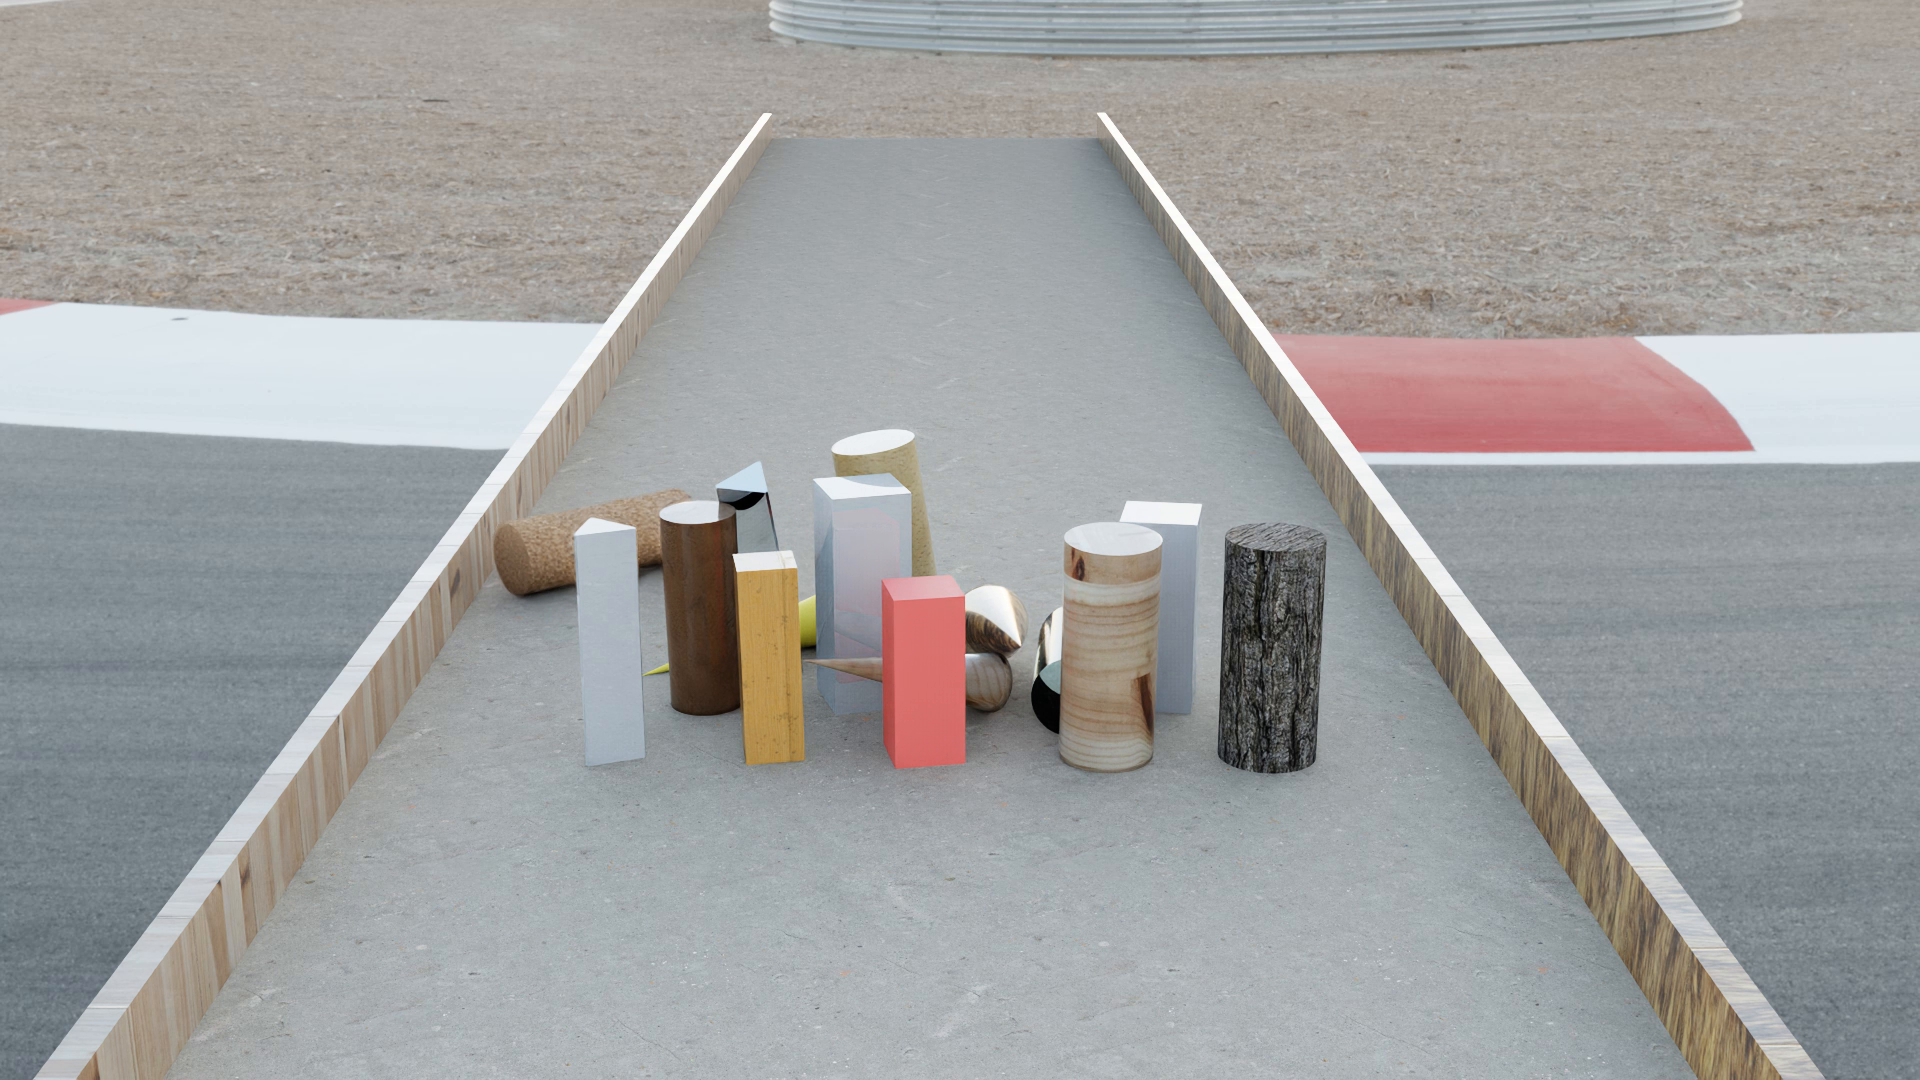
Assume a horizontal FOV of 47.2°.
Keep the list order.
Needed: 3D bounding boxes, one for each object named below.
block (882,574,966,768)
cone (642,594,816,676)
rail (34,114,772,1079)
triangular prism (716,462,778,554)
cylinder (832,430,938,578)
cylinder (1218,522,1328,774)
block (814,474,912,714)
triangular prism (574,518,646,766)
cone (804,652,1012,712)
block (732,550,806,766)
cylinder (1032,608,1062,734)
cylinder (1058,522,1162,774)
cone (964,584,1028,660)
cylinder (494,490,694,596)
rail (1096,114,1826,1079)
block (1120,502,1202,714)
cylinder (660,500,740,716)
[{"bbox_3d":[-0.065,0.233,3.898,0.126,0.311,0.126,-3,17,-11],"label":"block"},{"bbox_3d":[-0.439,0.210,4.422,0.448,0.113,0.113,-17,22,-26],"label":"cone"},{"bbox_3d":[-1.118,-0.838,7.780,0.050,0.150,12.000,0,17,-1],"label":"rail"},{"bbox_3d":[-0.370,0.054,4.259,0.104,0.443,0.090,6,39,18],"label":"triangular prism"},{"bbox_3d":[-0.136,0.020,4.344,0.164,0.446,0.164,-8,18,3],"label":"cylinder"},{"bbox_3d":[0.549,0.189,3.877,0.175,0.407,0.175,0,17,0],"label":"cylinder"},{"bbox_3d":[-0.183,0.100,4.153,0.150,0.420,0.150,-5,17,-16],"label":"block"},{"bbox_3d":[-0.629,0.177,3.885,0.108,0.425,0.094,-7,18,-23],"label":"triangular prism"},{"bbox_3d":[-0.109,0.239,4.001,0.440,0.114,0.114,9,8,-38],"label":"cone"},{"bbox_3d":[-0.338,0.208,3.894,0.104,0.359,0.104,-4,17,-9],"label":"block"},{"bbox_3d":[0.218,0.242,4.143,0.154,0.154,0.310,1,17,4],"label":"cylinder"},{"bbox_3d":[0.262,0.189,3.862,0.169,0.407,0.169,0,20,0],"label":"cylinder"},{"bbox_3d":[0.084,0.180,4.166,0.158,0.158,0.454,-2,3,-6],"label":"cone"},{"bbox_3d":[-0.809,0.003,4.937,0.444,0.160,0.160,-14,21,-38],"label":"cylinder"},{"bbox_3d":[0.932,-0.844,7.801,0.050,0.150,12.000,0,17,-1],"label":"rail"},{"bbox_3d":[0.375,0.127,4.153,0.142,0.370,0.142,3,17,9],"label":"block"},{"bbox_3d":[-0.482,0.128,4.126,0.141,0.378,0.141,-1,18,0],"label":"cylinder"}]
